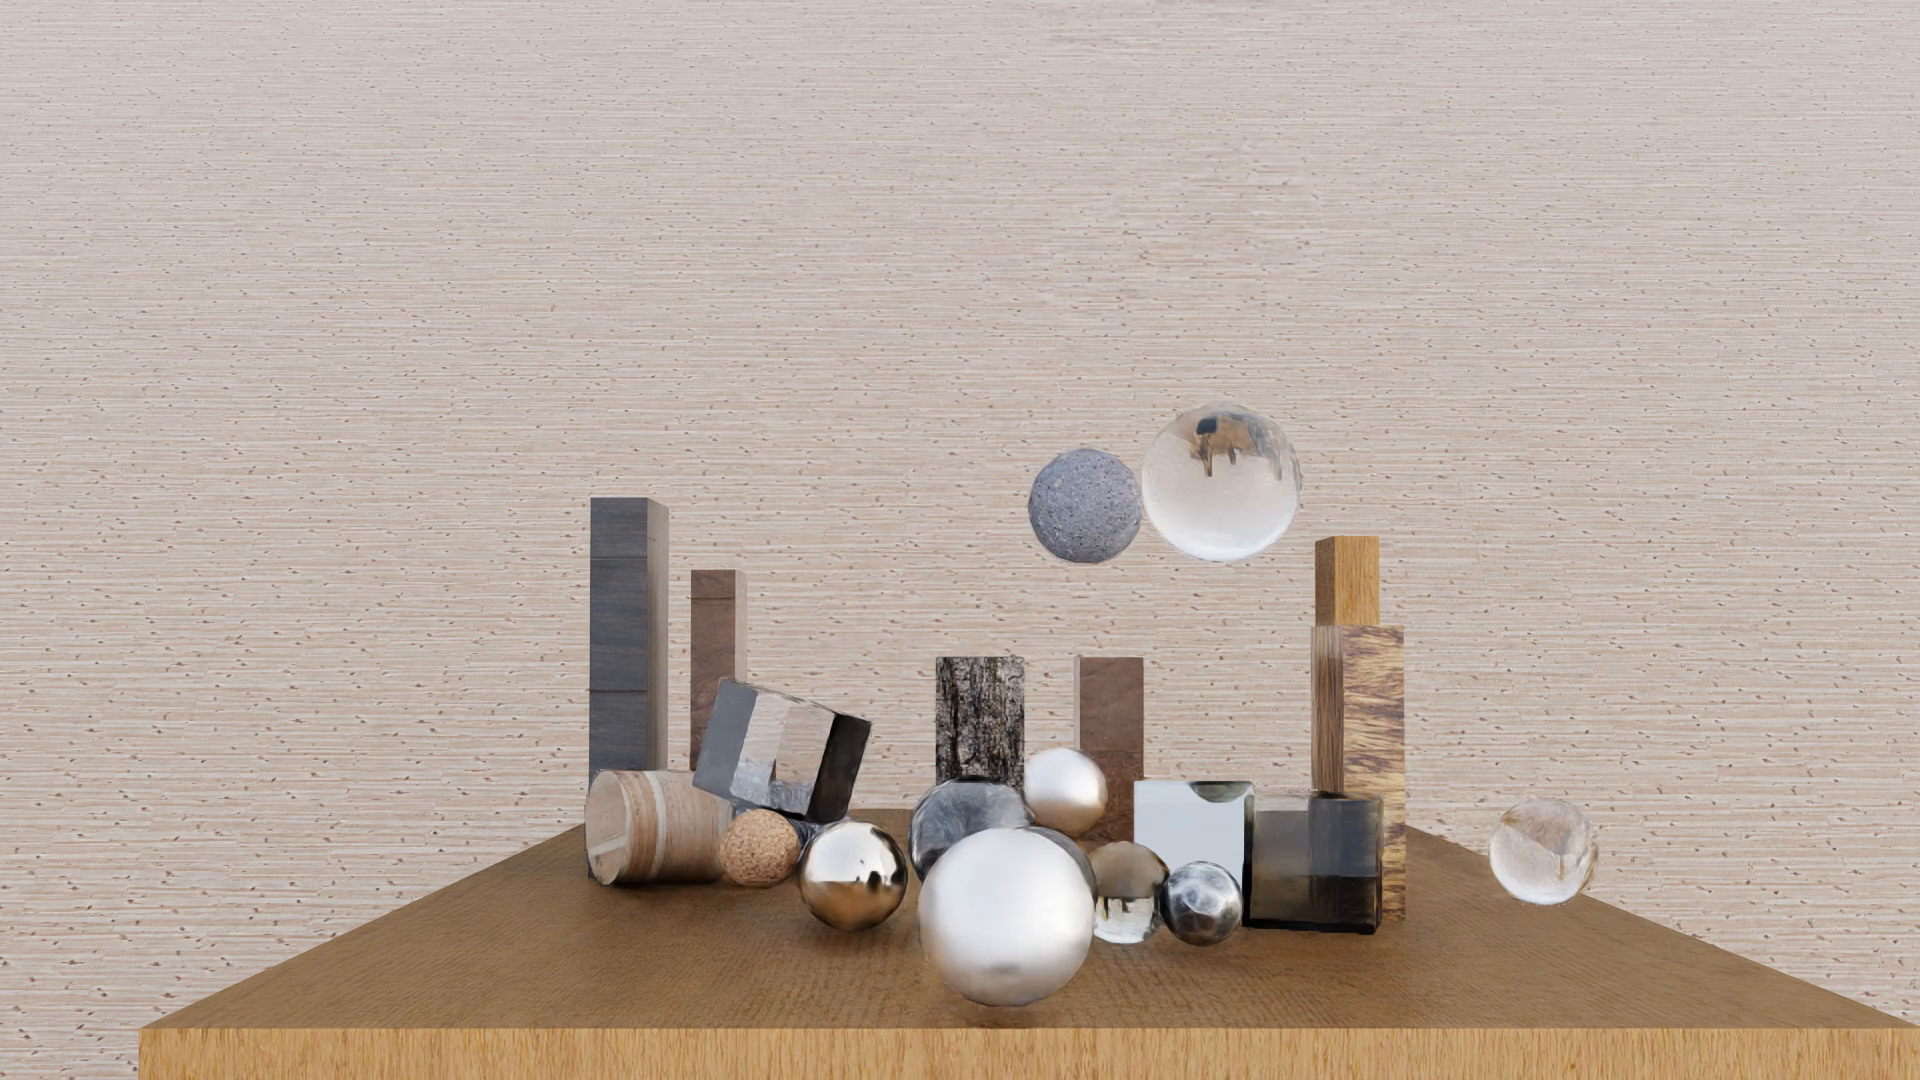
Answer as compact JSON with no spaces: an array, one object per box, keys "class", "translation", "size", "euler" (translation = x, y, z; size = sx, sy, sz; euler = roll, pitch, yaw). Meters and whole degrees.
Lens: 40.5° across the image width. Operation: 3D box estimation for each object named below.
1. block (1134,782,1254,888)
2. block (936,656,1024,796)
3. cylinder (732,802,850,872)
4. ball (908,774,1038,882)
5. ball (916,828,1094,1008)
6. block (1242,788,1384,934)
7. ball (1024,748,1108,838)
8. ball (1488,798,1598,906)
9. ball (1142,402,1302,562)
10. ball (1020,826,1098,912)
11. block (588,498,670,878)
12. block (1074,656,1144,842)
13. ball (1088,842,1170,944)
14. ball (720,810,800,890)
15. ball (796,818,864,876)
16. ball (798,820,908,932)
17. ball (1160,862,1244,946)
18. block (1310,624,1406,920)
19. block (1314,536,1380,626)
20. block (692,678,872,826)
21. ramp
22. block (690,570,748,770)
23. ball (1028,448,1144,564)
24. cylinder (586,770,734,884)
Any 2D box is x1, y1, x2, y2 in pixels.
[{"class":"block","translation":[0.379,0.490,4.155],"size":[0.184,0.184,0.184],"euler":[-1,76,10]},{"class":"block","translation":[0.031,0.390,4.078],"size":[0.134,0.412,0.270],"euler":[0,-2,0]},{"class":"cylinder","translation":[-0.326,0.533,4.945],"size":[0.195,0.195,0.195],"euler":[0,36,9]},{"class":"ball","translation":[0.020,0.445,3.843],"size":[0.196,0.196,0.196],"euler":[0,37,0]},{"class":"ball","translation":[0.052,0.430,2.962],"size":[0.204,0.204,0.204],"euler":[0,37,0]},{"class":"block","translation":[0.543,0.490,3.987],"size":[0.197,0.197,0.197],"euler":[2,-2,12]},{"class":"ball","translation":[0.220,0.551,5.649],"size":[0.201,0.201,0.201],"euler":[0,37,0]},{"class":"ball","translation":[0.908,0.486,4.052],"size":[0.166,0.166,0.166],"euler":[0,37,0]},{"class":"ball","translation":[0.300,-0.066,2.982],"size":[0.183,0.183,0.183],"euler":[0,37,0]},{"class":"ball","translation":[0.100,0.485,3.583],"size":[0.181,0.181,0.181],"euler":[0,37,0]},{"class":"block","translation":[-0.636,0.281,5.019],"size":[0.106,0.707,0.360],"euler":[0,-2,0]},{"class":"block","translation":[0.336,0.469,5.900],"size":[0.141,0.406,0.314],"euler":[0,-2,0]},{"class":"ball","translation":[0.236,0.508,3.749],"size":[0.147,0.147,0.147],"euler":[0,37,0]},{"class":"ball","translation":[-0.301,0.465,3.908],"size":[0.119,0.119,0.119],"euler":[0,37,0]},{"class":"ball","translation":[-0.170,0.512,4.011],"size":[0.163,0.163,0.163],"euler":[0,37,0]},{"class":"ball","translation":[-0.158,0.497,3.849],"size":[0.163,0.163,0.163],"euler":[0,37,0]},{"class":"ball","translation":[0.341,0.513,3.667],"size":[0.119,0.119,0.119],"euler":[0,37,0]},{"class":"block","translation":[0.650,0.372,4.270],"size":[0.096,0.462,0.379],"euler":[0,-2,0]},{"class":"block","translation":[0.865,0.333,5.814],"size":[0.097,0.672,0.314],"euler":[0,-2,0]},{"class":"block","translation":[-0.313,0.375,4.571],"size":[0.195,0.195,0.195],"euler":[17,-2,-44]},{"class":"ramp","translation":[0.080,0.681,4.908],"size":[2.000,0.100,4.000],"euler":[0,-2,0]},{"class":"block","translation":[-0.480,0.353,5.187],"size":[0.087,0.579,0.287],"euler":[0,-2,0]},{"class":"ball","translation":[0.152,-0.041,3.135],"size":[0.139,0.139,0.139],"euler":[0,37,0]},{"class":"cylinder","translation":[-0.540,0.514,4.667],"size":[0.203,0.203,0.203],"euler":[3,32,-29]}]
